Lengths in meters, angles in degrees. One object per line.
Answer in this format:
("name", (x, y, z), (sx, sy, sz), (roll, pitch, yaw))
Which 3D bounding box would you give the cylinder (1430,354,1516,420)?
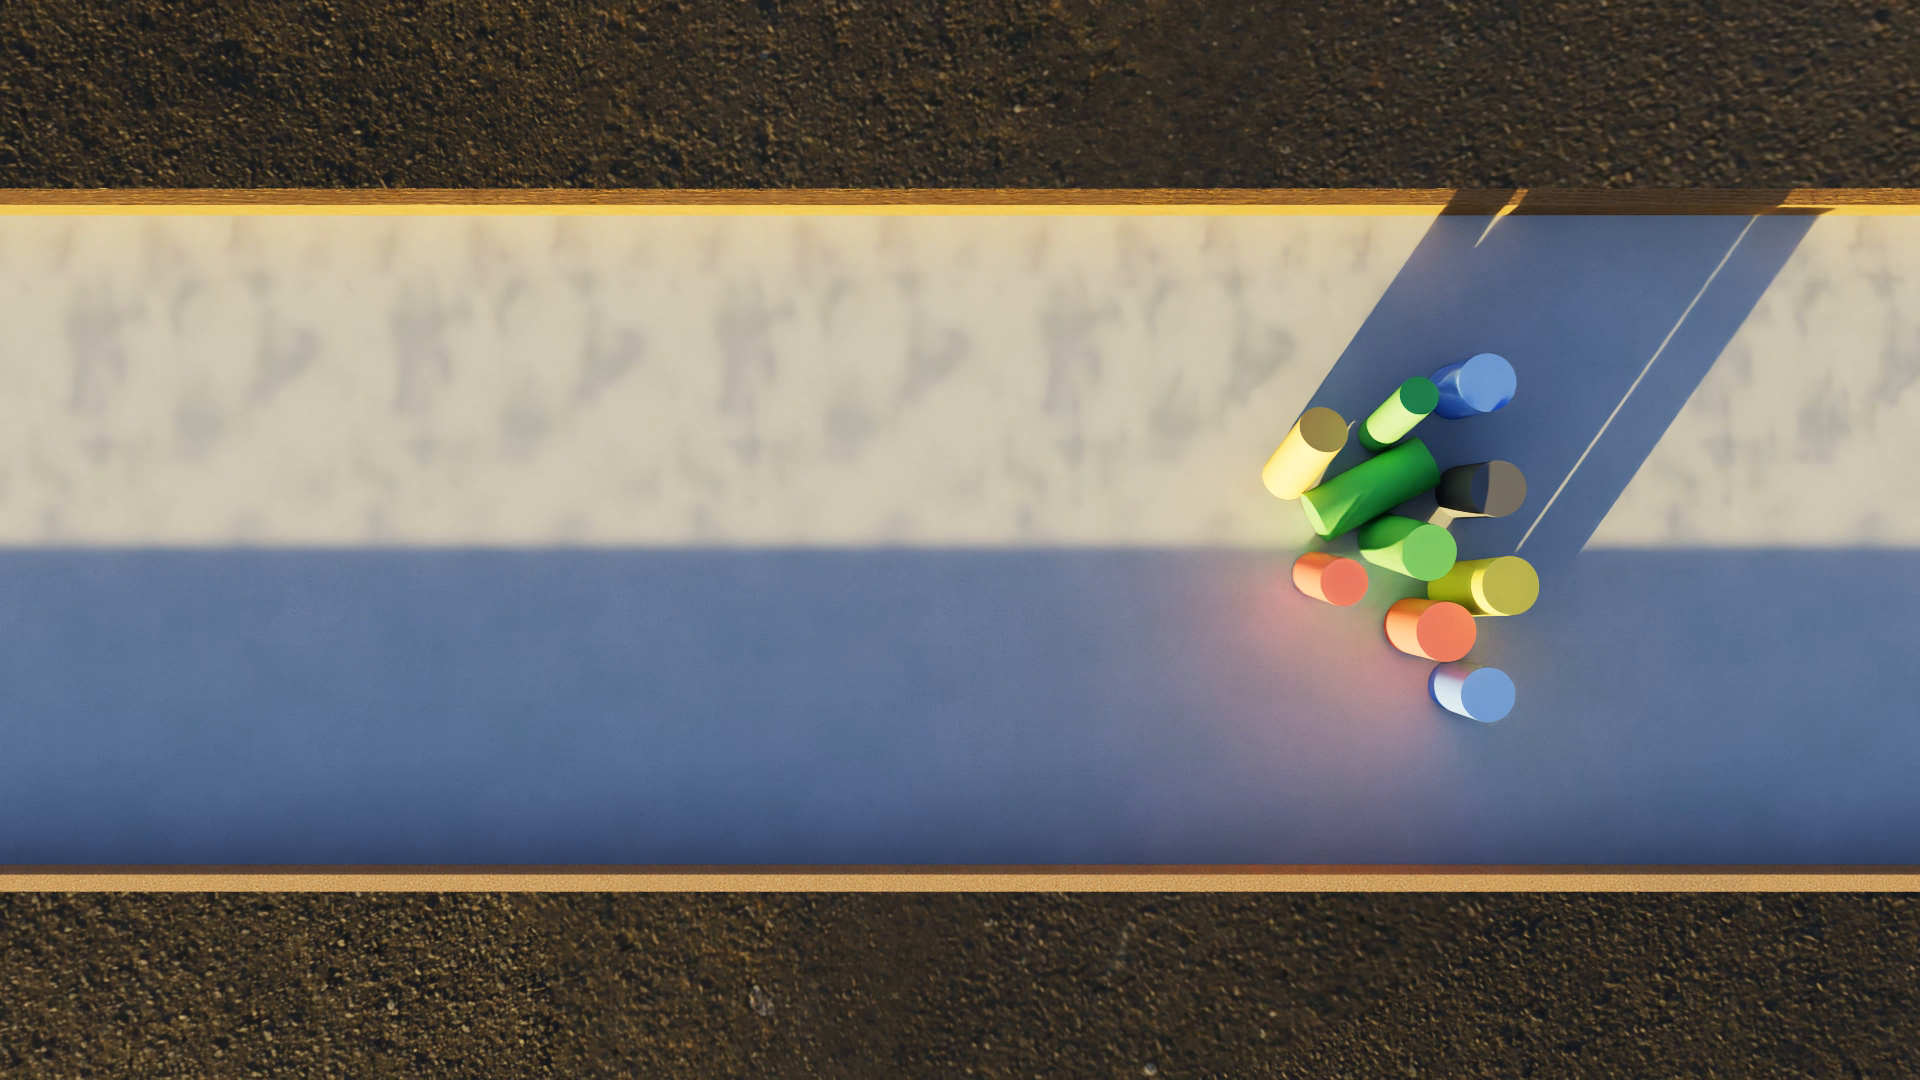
("cylinder", (1.518, -0.453, 4.911), (0.167, 0.331, 0.167), (0, 90, 0))

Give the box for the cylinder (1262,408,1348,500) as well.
("cylinder", (1.021, -0.254, 4.895), (0.147, 0.333, 0.147), (3, 67, -8))

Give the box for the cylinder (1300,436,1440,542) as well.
("cylinder", (1.242, -0.153, 4.994), (0.380, 0.165, 0.165), (-27, 90, 0))

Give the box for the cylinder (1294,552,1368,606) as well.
("cylinder", (1.092, 0.113, 4.878), (0.137, 0.391, 0.137), (0, 92, 0))

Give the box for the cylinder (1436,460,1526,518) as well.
("cylinder", (1.543, -0.147, 4.901), (0.163, 0.350, 0.163), (0, 90, 0))

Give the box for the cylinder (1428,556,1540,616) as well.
("cylinder", (1.535, 0.140, 4.859), (0.167, 0.421, 0.167), (0, 87, -5))

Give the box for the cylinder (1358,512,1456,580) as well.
("cylinder", (1.319, 0.017, 4.882), (0.163, 0.369, 0.163), (-1, 96, -6))

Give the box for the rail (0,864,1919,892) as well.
("rail", (-2.247, 1.025, 5.001), (12.000, 0.150, 0.050), (0, 90, 0))

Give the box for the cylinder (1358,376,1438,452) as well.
("cylinder", (1.282, -0.364, 4.843), (0.111, 0.455, 0.111), (0, 80, -1))

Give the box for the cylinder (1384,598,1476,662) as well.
("cylinder", (1.389, 0.263, 4.893), (0.172, 0.366, 0.172), (0, 90, 0))

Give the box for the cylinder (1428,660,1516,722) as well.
("cylinder", (1.520, 0.446, 4.911), (0.158, 0.330, 0.158), (0, 90, 0))

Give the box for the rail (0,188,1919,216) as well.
("rail", (-2.247, -1.025, 5.002), (12.000, 0.150, 0.050), (0, 90, 0))
